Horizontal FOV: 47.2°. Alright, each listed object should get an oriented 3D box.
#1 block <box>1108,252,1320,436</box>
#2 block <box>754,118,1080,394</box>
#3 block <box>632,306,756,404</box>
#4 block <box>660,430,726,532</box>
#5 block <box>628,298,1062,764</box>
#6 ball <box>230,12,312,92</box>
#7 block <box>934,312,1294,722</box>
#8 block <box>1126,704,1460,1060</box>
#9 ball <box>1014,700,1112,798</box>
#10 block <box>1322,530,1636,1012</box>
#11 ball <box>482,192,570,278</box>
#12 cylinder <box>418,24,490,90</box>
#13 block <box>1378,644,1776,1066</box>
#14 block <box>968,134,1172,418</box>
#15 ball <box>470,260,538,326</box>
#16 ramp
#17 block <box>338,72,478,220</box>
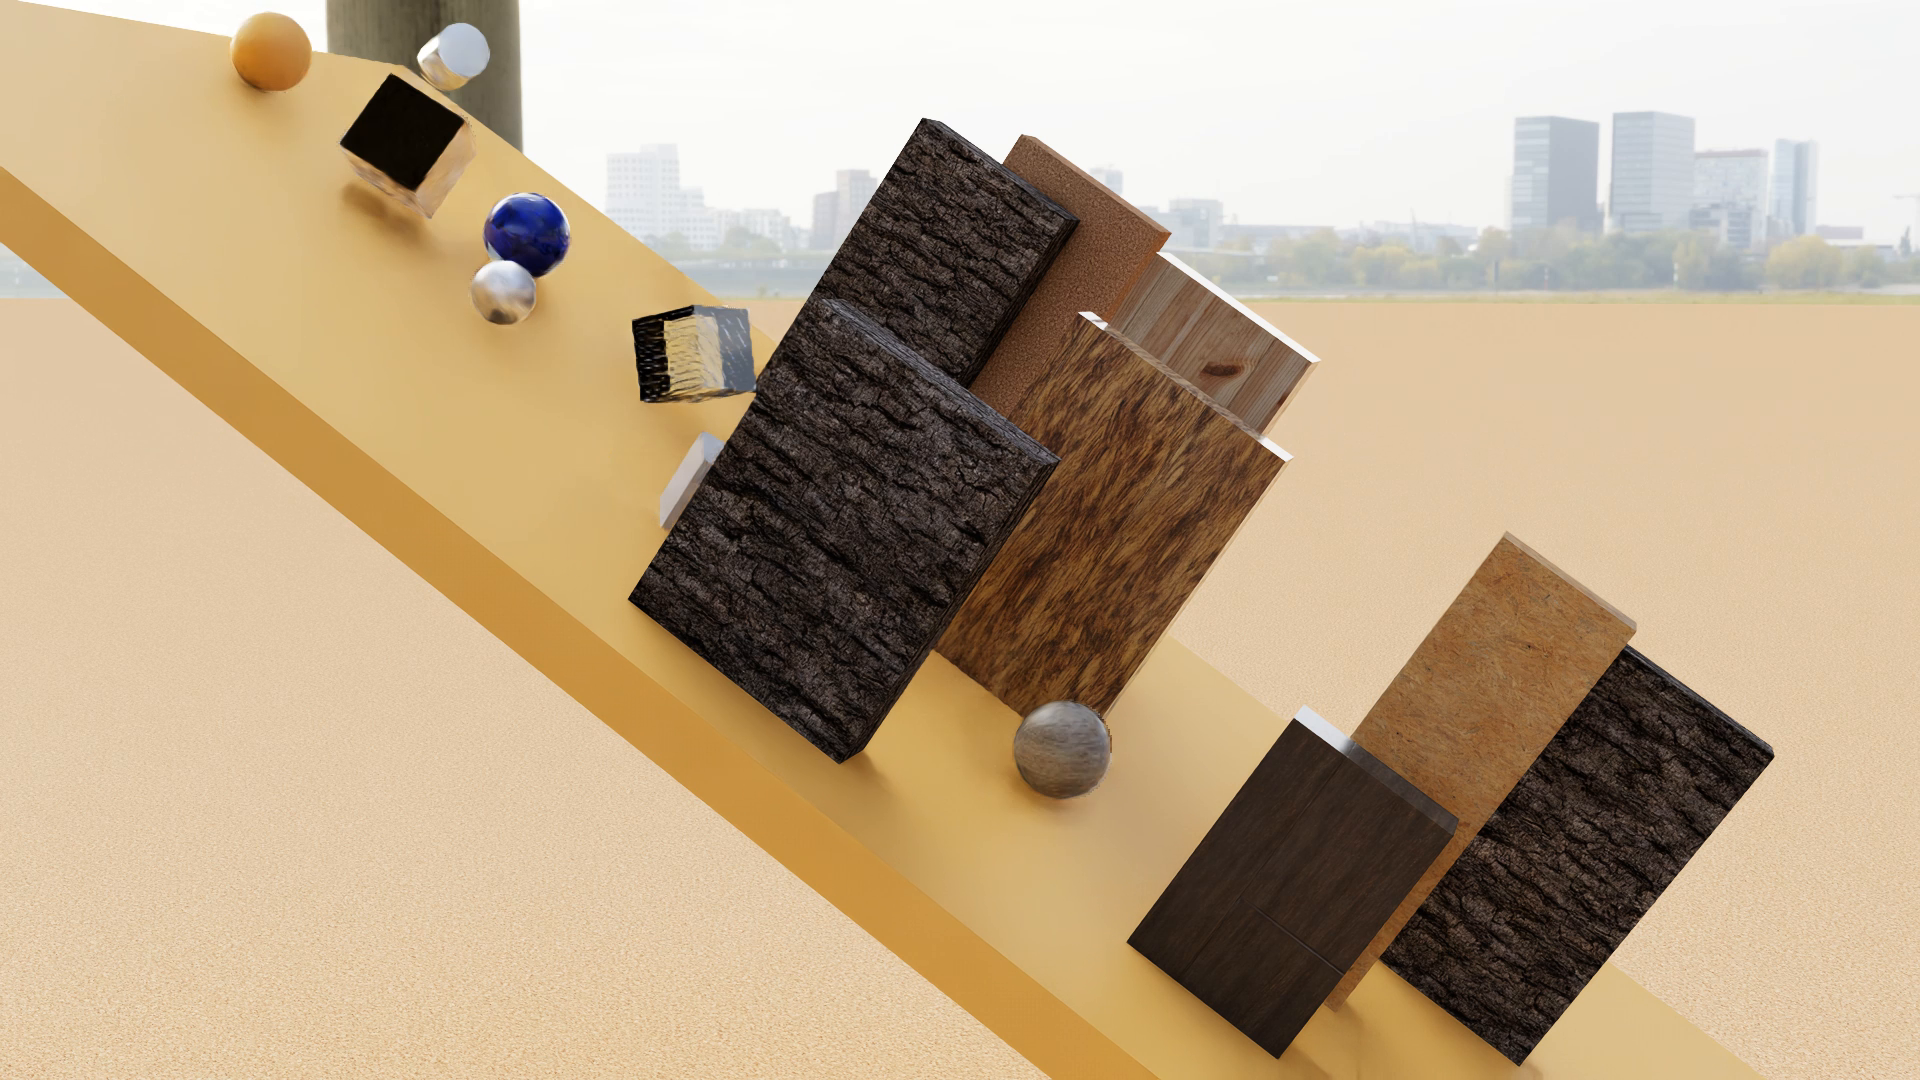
[{"bbox_3d":[0.331,-0.145,4.323,0.365,0.759,0.123,37,16,10],"label":"block"},{"bbox_3d":[-0.098,-0.493,4.637,0.369,0.686,0.131,37,16,10],"label":"block"},{"bbox_3d":[-0.509,-0.354,4.217,0.158,0.158,0.158,-8,-3,34],"label":"block"},{"bbox_3d":[-0.412,-0.072,3.746,0.142,0.142,0.142,29,16,-18],"label":"block"},{"bbox_3d":[-0.177,-0.014,3.280,0.412,0.549,0.110,37,16,10],"label":"block"},{"bbox_3d":[-1.402,-0.994,4.478,0.160,0.160,0.160,0,7,0],"label":"ball"},{"bbox_3d":[0.217,-0.010,3.893,0.441,0.647,0.092,37,16,10],"label":"block"},{"bbox_3d":[0.495,0.510,3.286,0.282,0.436,0.104,37,16,10],"label":"block"},{"bbox_3d":[0.169,0.346,3.635,0.161,0.161,0.161,0,7,0],"label":"ball"},{"bbox_3d":[0.738,0.376,3.528,0.246,0.786,0.088,37,16,10],"label":"block"},{"bbox_3d":[-0.864,-0.607,4.387,0.173,0.173,0.173,0,7,0],"label":"ball"},{"bbox_3d":[-1.043,-0.995,4.531,0.111,0.111,0.111,-5,-3,-34],"label":"cylinder"},{"bbox_3d":[1.057,0.544,3.833,0.320,0.703,0.085,37,16,10],"label":"block"},{"bbox_3d":[0.084,-0.450,4.742,0.365,0.758,0.115,37,16,10],"label":"block"},{"bbox_3d":[-0.836,-0.454,4.031,0.119,0.119,0.119,0,7,0],"label":"ball"},{"bbox_3d":[-0.102,0.178,4.087,4.000,0.100,2.000,37,16,10],"label":"ramp"},{"bbox_3d":[-1.068,-0.762,4.271,0.172,0.172,0.172,32,-11,2],"label":"block"}]
